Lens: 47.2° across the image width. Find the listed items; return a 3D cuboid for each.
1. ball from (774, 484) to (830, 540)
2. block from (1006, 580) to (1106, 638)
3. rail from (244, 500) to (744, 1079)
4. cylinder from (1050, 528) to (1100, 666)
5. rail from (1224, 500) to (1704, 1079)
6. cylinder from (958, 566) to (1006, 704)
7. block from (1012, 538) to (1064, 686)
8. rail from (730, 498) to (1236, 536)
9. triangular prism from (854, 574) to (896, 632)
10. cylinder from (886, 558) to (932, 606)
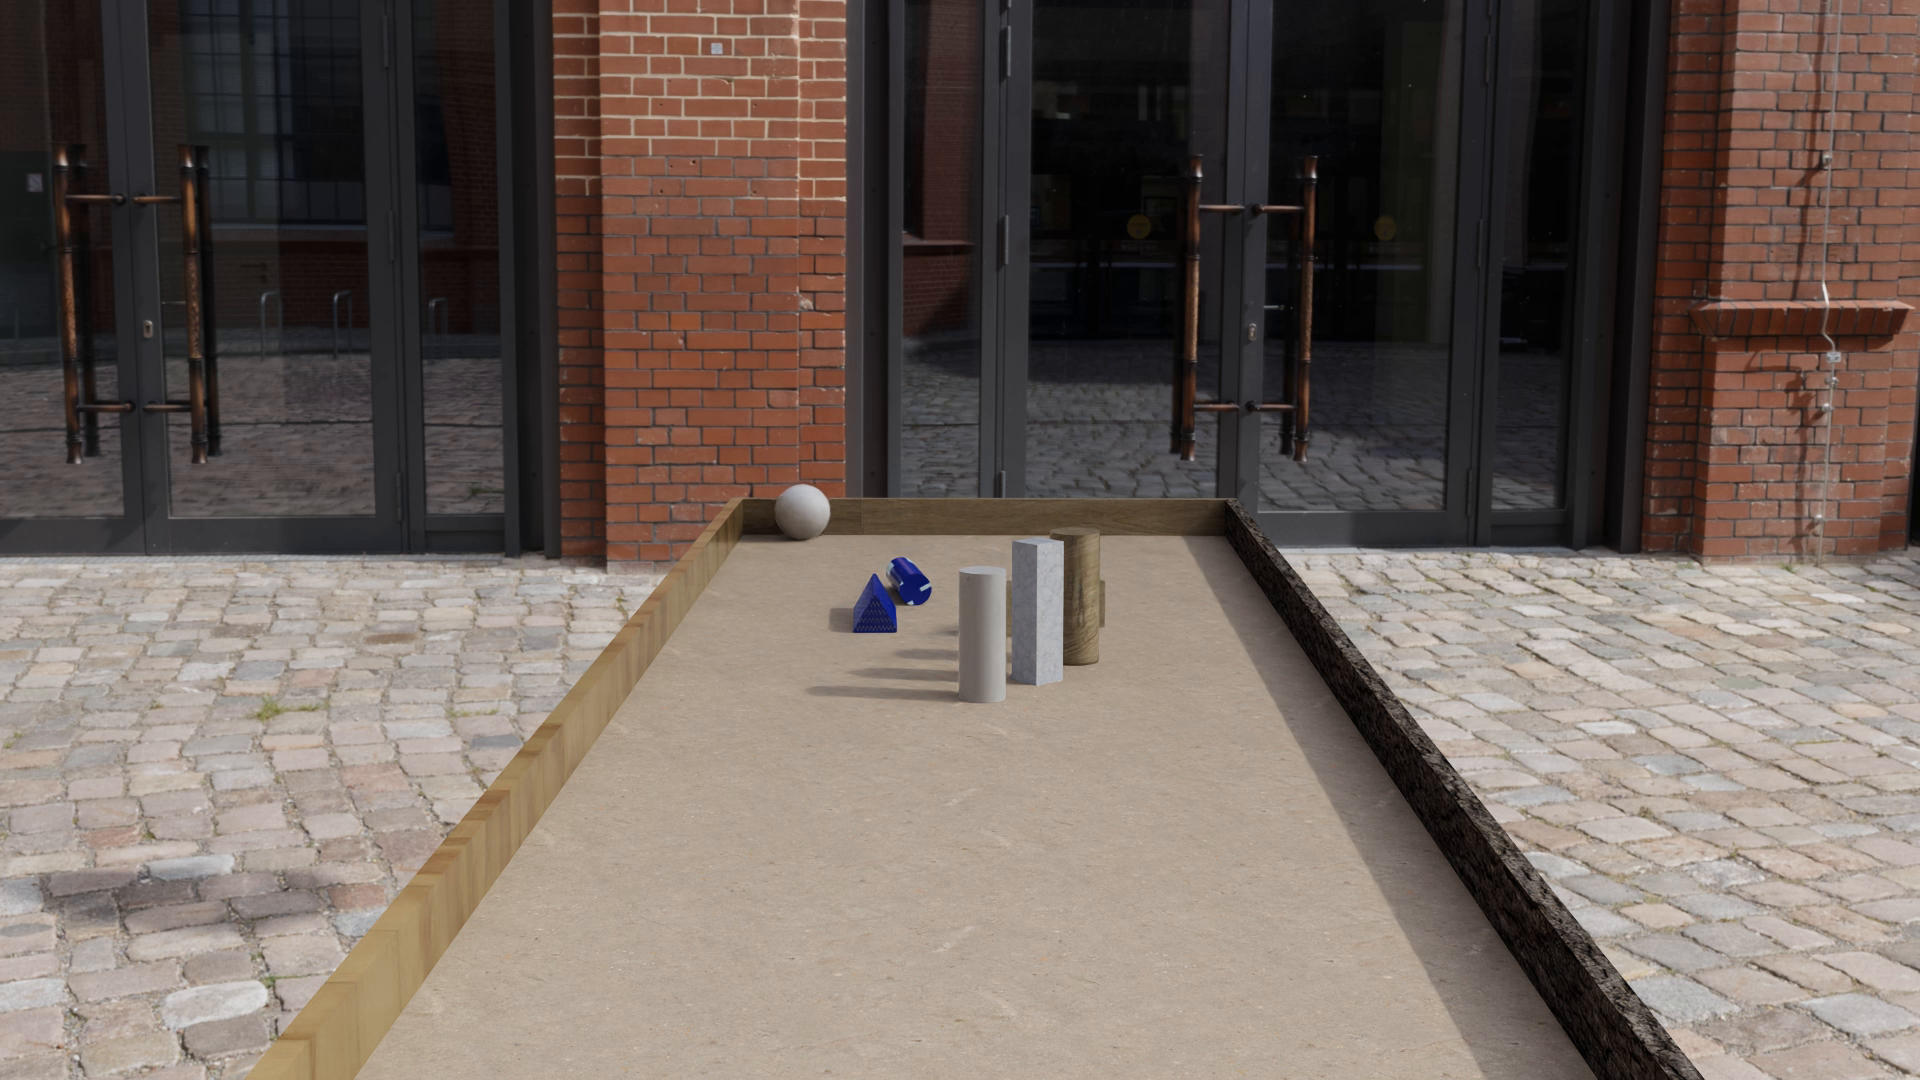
[{"bbox_3d":[-0.646,-0.115,9.008,0.228,0.228,0.228,0,9,0],"label":"ball"},{"bbox_3d":[0.274,0.213,7.176,0.374,0.153,0.153,-5,10,-28],"label":"block"},{"bbox_3d":[-1.004,0.839,3.234,0.050,0.150,12.000,0,9,1],"label":"rail"},{"bbox_3d":[0.347,0.170,6.661,0.152,0.399,0.152,0,9,0],"label":"cylinder"},{"bbox_3d":[1.046,0.843,3.208,0.050,0.150,12.000,0,9,1],"label":"rail"},{"bbox_3d":[0.063,0.264,6.172,0.133,0.366,0.133,0,9,0],"label":"cylinder"},{"bbox_3d":[0.225,0.206,6.394,0.106,0.411,0.106,-8,12,-41],"label":"block"},{"bbox_3d":[0.099,-0.098,9.147,2.100,0.150,0.050,0,9,1],"label":"rail"},{"bbox_3d":[-0.283,0.206,7.303,0.140,0.122,0.405,0,9,-2],"label":"triangular prism"},{"bbox_3d":[-0.183,0.144,7.744,0.112,0.112,0.348,-2,9,-10],"label":"cylinder"}]
